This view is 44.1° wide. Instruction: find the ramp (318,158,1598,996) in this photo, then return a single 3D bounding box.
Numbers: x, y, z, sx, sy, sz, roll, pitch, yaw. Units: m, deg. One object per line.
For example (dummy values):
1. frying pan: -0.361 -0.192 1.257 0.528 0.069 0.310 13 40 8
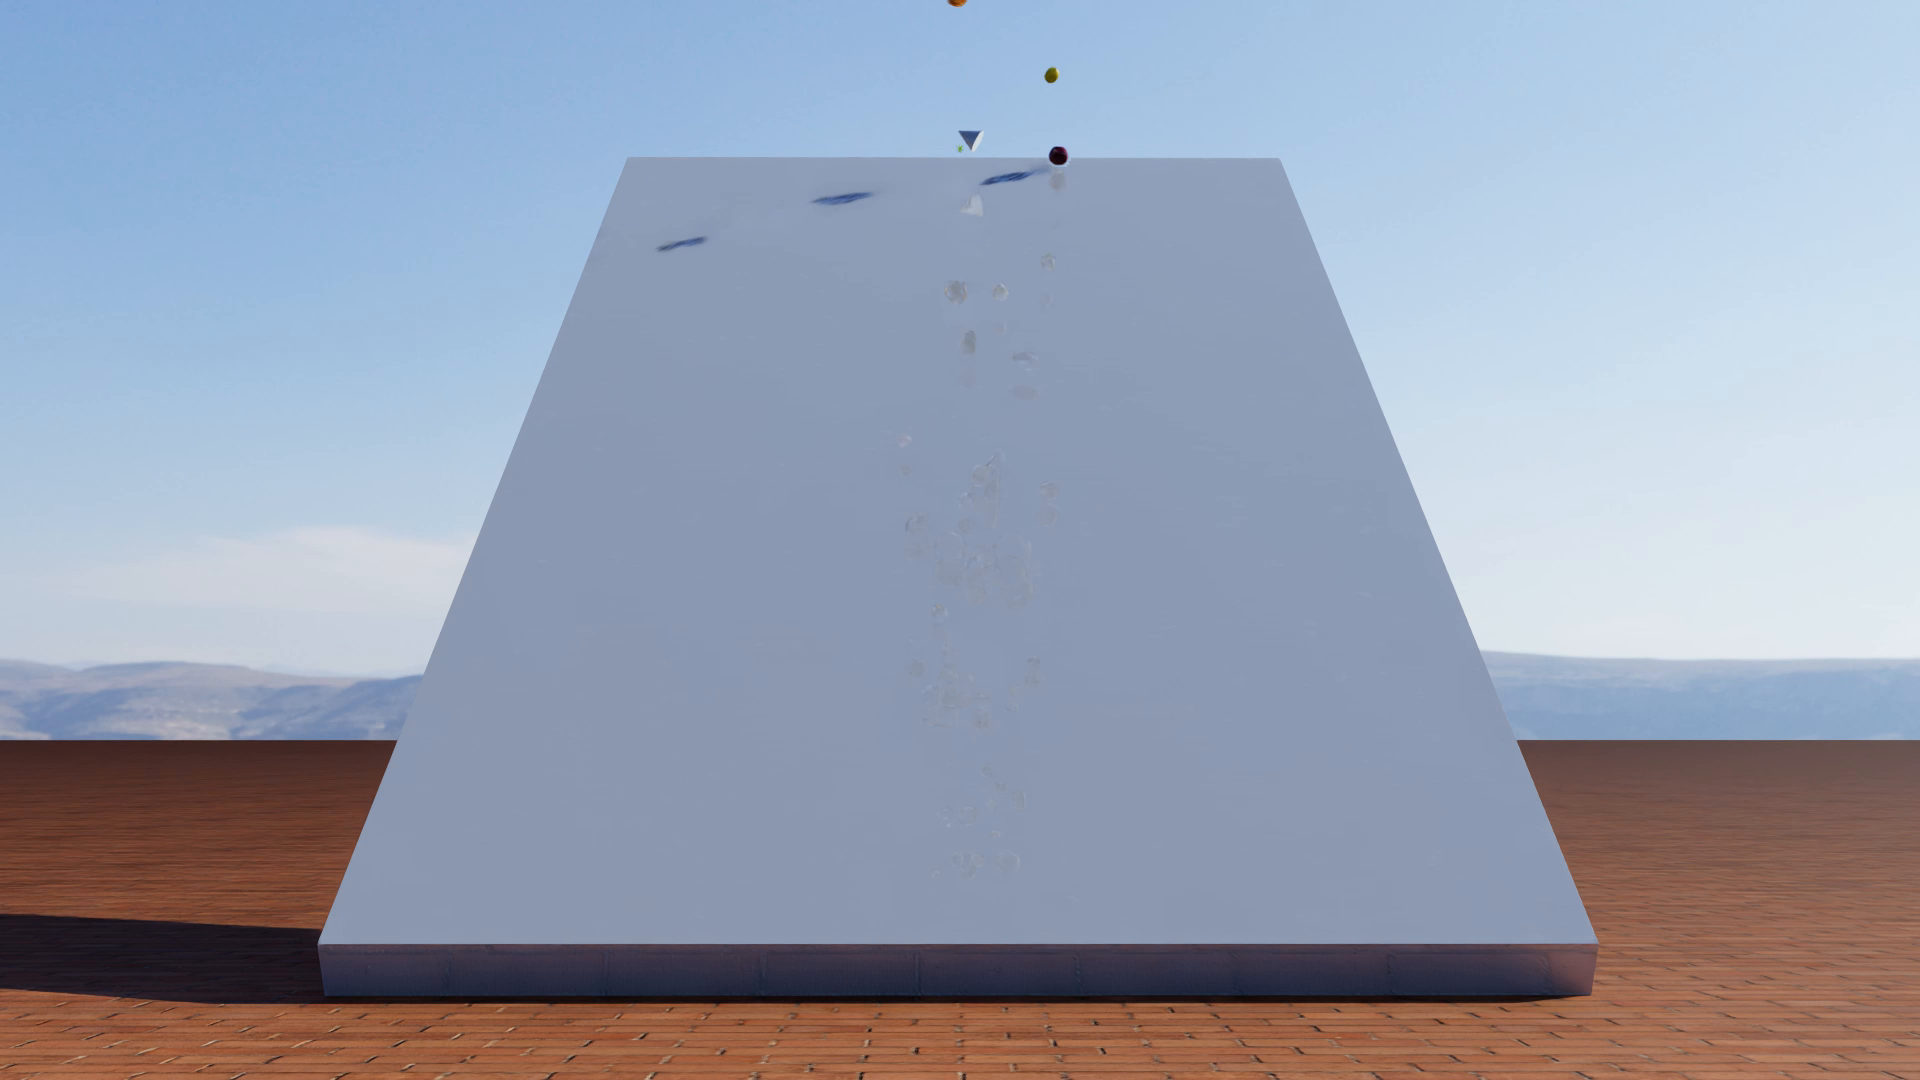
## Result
1. ramp: -0.010 -0.227 5.502 2.000 0.100 4.000 0 27 0
